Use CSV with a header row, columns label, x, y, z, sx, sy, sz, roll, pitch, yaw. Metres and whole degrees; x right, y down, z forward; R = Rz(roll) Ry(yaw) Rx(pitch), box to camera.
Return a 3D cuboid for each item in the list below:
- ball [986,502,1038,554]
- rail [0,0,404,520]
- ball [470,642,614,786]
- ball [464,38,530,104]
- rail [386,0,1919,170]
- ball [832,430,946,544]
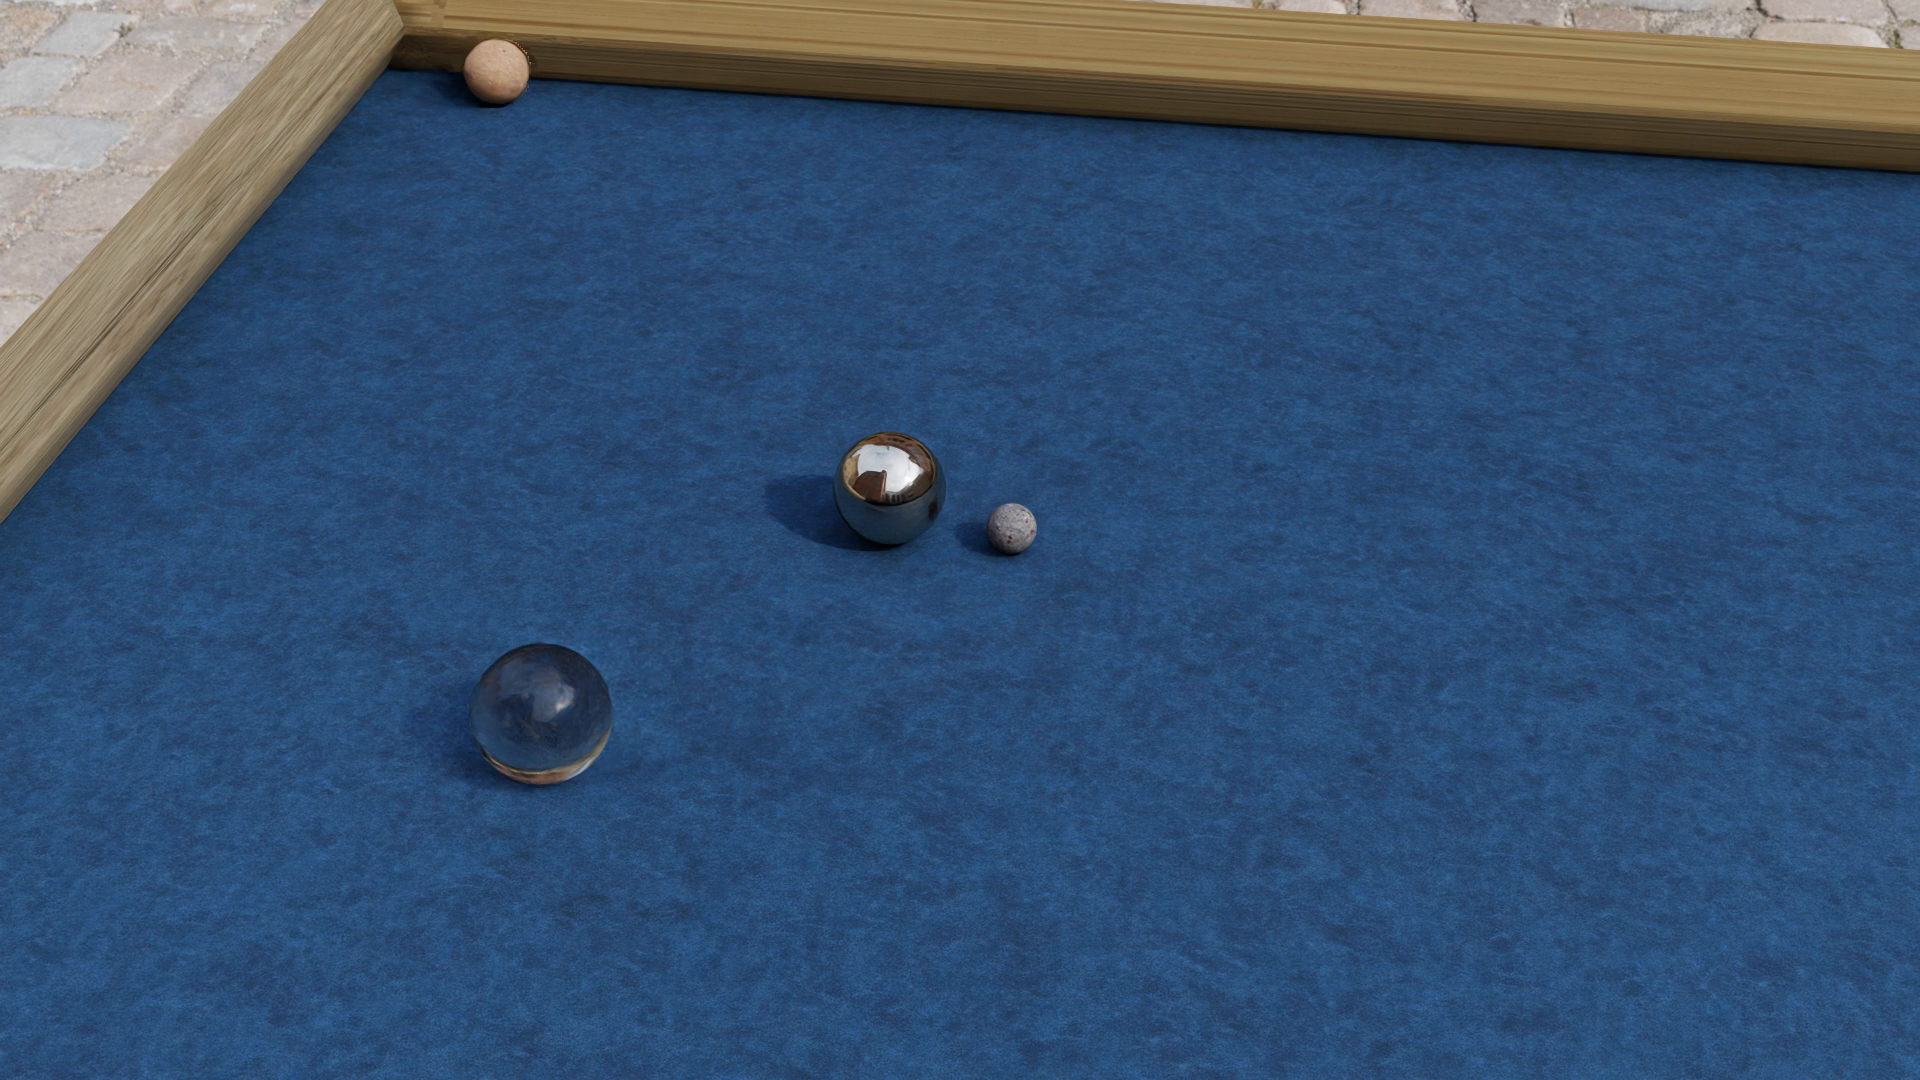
label,x,y,z,sx,sy,sz,roll,pitch,yaw
ball,0.041,-0.009,2.024,0.040,0.040,0.040,0,34,0
rail,-0.744,-0.090,2.063,0.045,0.128,1.731,5,35,8
ball,-0.290,0.121,1.781,0.099,0.099,0.099,0,34,0
ball,-0.490,-0.495,2.713,0.068,0.068,0.068,0,34,0
rail,0.902,-0.420,2.547,3.109,0.128,0.045,5,35,8
ball,-0.056,-0.041,2.026,0.090,0.090,0.090,0,34,0
